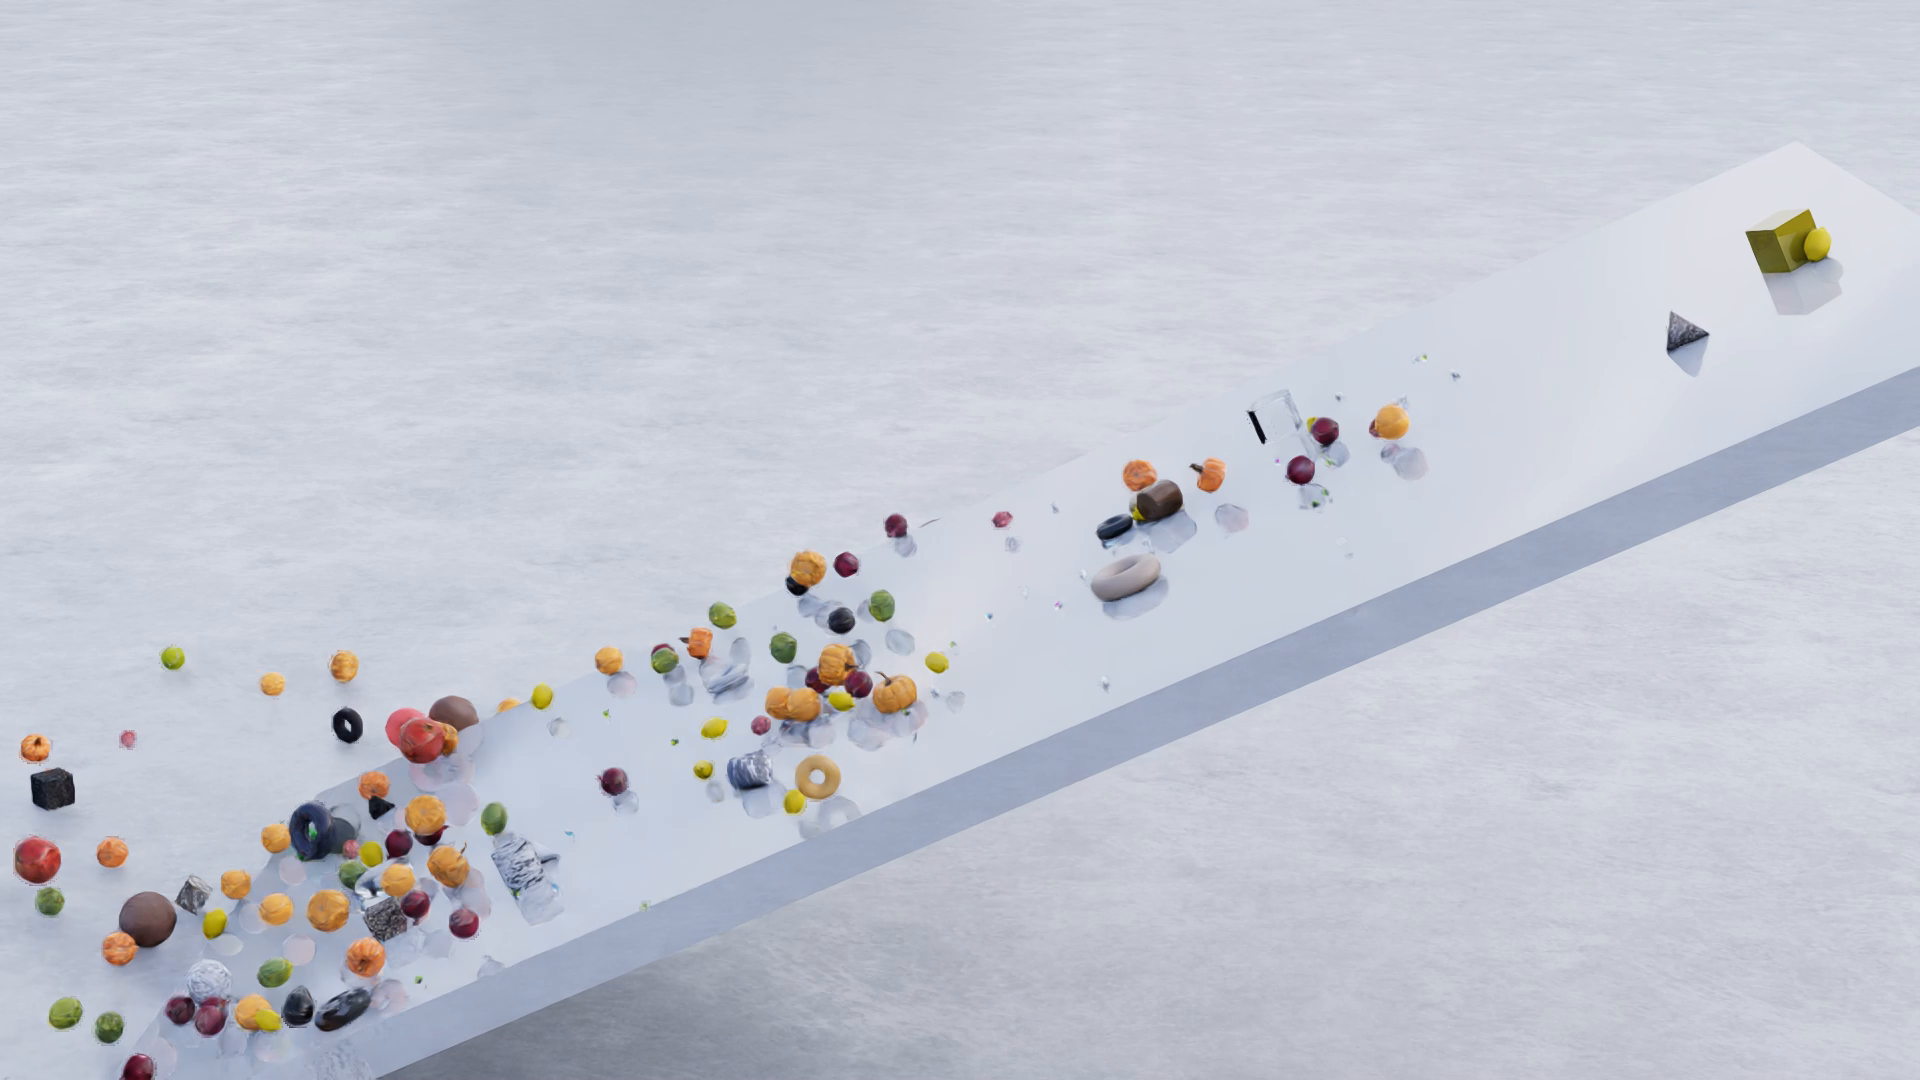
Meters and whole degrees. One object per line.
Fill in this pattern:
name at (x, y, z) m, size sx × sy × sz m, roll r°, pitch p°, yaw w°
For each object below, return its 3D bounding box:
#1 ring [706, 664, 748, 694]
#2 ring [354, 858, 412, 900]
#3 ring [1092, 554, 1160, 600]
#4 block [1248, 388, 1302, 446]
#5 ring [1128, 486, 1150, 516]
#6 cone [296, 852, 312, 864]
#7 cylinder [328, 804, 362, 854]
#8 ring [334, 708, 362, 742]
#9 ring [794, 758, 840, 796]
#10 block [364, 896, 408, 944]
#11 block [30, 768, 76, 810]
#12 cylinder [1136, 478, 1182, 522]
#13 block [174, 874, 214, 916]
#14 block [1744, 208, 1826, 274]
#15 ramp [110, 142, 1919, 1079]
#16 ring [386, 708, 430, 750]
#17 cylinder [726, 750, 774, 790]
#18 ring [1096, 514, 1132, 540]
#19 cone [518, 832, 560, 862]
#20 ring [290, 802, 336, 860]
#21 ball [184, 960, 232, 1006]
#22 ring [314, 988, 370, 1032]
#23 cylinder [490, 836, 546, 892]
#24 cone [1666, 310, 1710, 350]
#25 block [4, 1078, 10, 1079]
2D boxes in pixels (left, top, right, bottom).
ring at (-0.526, 0.314, 6.663) m, size 0.106 × 0.035 × 0.106 m, roll -25°, pitch 14°, yaw 7°
ring at (-1.250, 0.734, 6.376) m, size 0.134 × 0.045 × 0.134 m, roll -25°, pitch 12°, yaw 6°
ring at (0.336, 0.074, 5.945) m, size 0.148 × 0.049 × 0.148 m, roll -23°, pitch 14°, yaw 6°
block at (0.700, -0.273, 6.530) m, size 0.085 × 0.085 × 0.085 m, roll -21°, pitch 14°, yaw 20°
ring at (0.423, -0.091, 6.448) m, size 0.116 × 0.039 × 0.116 m, roll -26°, pitch 13°, yaw 7°
cone at (-1.499, 0.723, 6.902) m, size 0.082 × 0.082 × 0.082 m, roll -2°, pitch 13°, yaw 29°
cylinder at (-1.452, 0.675, 6.879) m, size 0.090 × 0.090 × 0.090 m, roll -1°, pitch 13°, yaw -2°
ring at (-1.702, 0.515, 8.178) m, size 0.100 × 0.100 × 0.033 m, roll 10°, pitch 9°, yaw 31°
ring at (-0.268, 0.446, 5.535) m, size 0.089 × 0.089 × 0.030 m, roll -6°, pitch 45°, yaw -21°
block at (-1.176, 0.778, 6.019) m, size 0.064 × 0.064 × 0.064 m, roll -26°, pitch 13°, yaw -2°
block at (-2.382, 0.654, 7.722) m, size 0.079 × 0.079 × 0.079 m, roll 15°, pitch 22°, yaw 43°
cylinder at (0.429, -0.085, 6.328) m, size 0.071 × 0.071 × 0.071 m, roll -33°, pitch 30°, yaw -24°
block at (-1.827, 0.846, 7.015) m, size 0.061 × 0.061 × 0.061 m, roll 32°, pitch 8°, yaw -12°
block at (1.674, -0.607, 5.968) m, size 0.096 × 0.096 × 0.096 m, roll -30°, pitch 14°, yaw -17°
ramp at (0.135, 0.169, 6.282) m, size 4.000 × 0.100 × 2.000 m, roll -24°, pitch 13°, yaw 9°
ring at (-1.402, 0.480, 7.474) m, size 0.114 × 0.114 × 0.038 m, roll 0°, pitch 20°, yaw 1°
cylinder at (-0.416, 0.456, 5.831) m, size 0.066 × 0.066 × 0.066 m, roll -17°, pitch 6°, yaw 29°
ring at (0.336, -0.029, 6.390) m, size 0.086 × 0.029 × 0.086 m, roll -24°, pitch 14°, yaw 6°
cone at (-0.857, 0.641, 6.006) m, size 0.084 × 0.084 × 0.084 m, roll 4°, pitch 16°, yaw 7°
ring at (-1.498, 0.673, 6.804) m, size 0.136 × 0.136 × 0.045 m, roll 11°, pitch 8°, yaw 34°
ball at (-1.563, 0.921, 6.118) m, size 0.096 × 0.096 × 0.096 m, roll 0°, pitch 16°, yaw 0°
ring at (-1.180, 0.897, 5.618) m, size 0.116 × 0.039 × 0.116 m, roll -26°, pitch 13°, yaw 6°
cylinder at (-0.888, 0.653, 5.922) m, size 0.083 × 0.083 × 0.083 m, roll -24°, pitch 13°, yaw 6°
cone at (1.434, -0.409, 5.782) m, size 0.082 × 0.082 × 0.082 m, roll 6°, pitch 16°, yaw 12°
block at (-1.931, 1.143, 5.960) m, size 0.064 × 0.064 × 0.064 m, roll 29°, pitch 21°, yaw 2°
